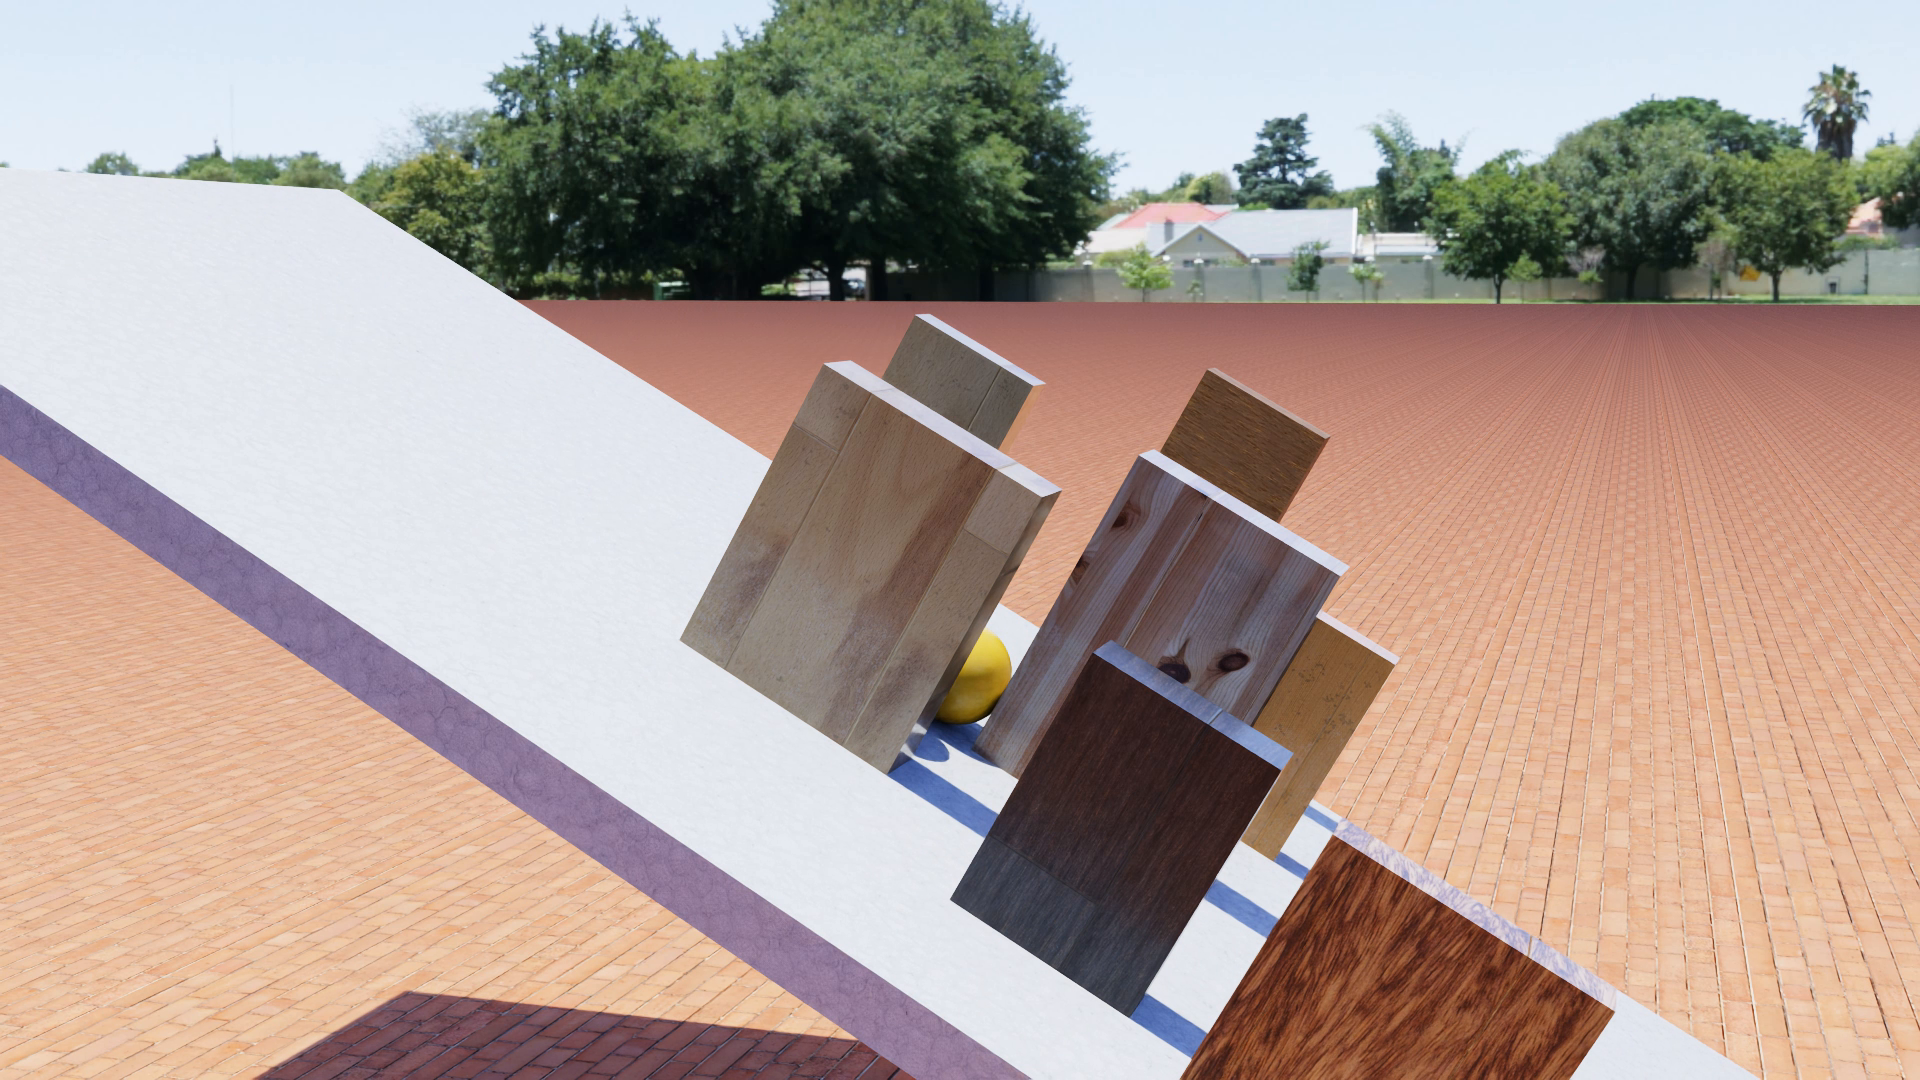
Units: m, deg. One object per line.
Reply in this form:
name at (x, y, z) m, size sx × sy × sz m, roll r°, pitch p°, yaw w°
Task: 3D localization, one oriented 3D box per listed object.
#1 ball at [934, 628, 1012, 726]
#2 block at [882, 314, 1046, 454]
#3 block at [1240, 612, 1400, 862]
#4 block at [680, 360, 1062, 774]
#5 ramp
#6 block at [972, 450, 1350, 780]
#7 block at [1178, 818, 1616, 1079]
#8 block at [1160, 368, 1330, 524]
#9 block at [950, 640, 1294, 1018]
ball at (-0.001, 0.249, 4.146) m, size 0.199 × 0.199 × 0.199 m, roll 0°, pitch 7°, yaw 0°
block at (-0.100, -0.122, 4.416) m, size 0.277 × 0.601 × 0.093 m, roll 32°, pitch 15°, yaw 11°
block at (0.644, 0.373, 4.394) m, size 0.248 × 0.471 × 0.084 m, roll 32°, pitch 15°, yaw 11°
block at (-0.159, 0.045, 3.815) m, size 0.441 × 0.560 × 0.135 m, roll 32°, pitch 15°, yaw 11°
ramp at (-0.195, 0.322, 4.133) m, size 4.000 × 0.100 × 2.000 m, roll 32°, pitch 15°, yaw 11°
block at (0.363, 0.220, 4.044) m, size 0.418 × 0.641 × 0.131 m, roll 32°, pitch 15°, yaw 11°
block at (0.576, 0.714, 3.025) m, size 0.427 × 0.504 × 0.100 m, roll 32°, pitch 15°, yaw 11°
block at (0.495, 0.014, 4.821) m, size 0.294 × 0.729 × 0.088 m, roll 32°, pitch 15°, yaw 11°
block at (0.248, 0.445, 3.409) m, size 0.332 × 0.464 × 0.121 m, roll 32°, pitch 15°, yaw 11°
